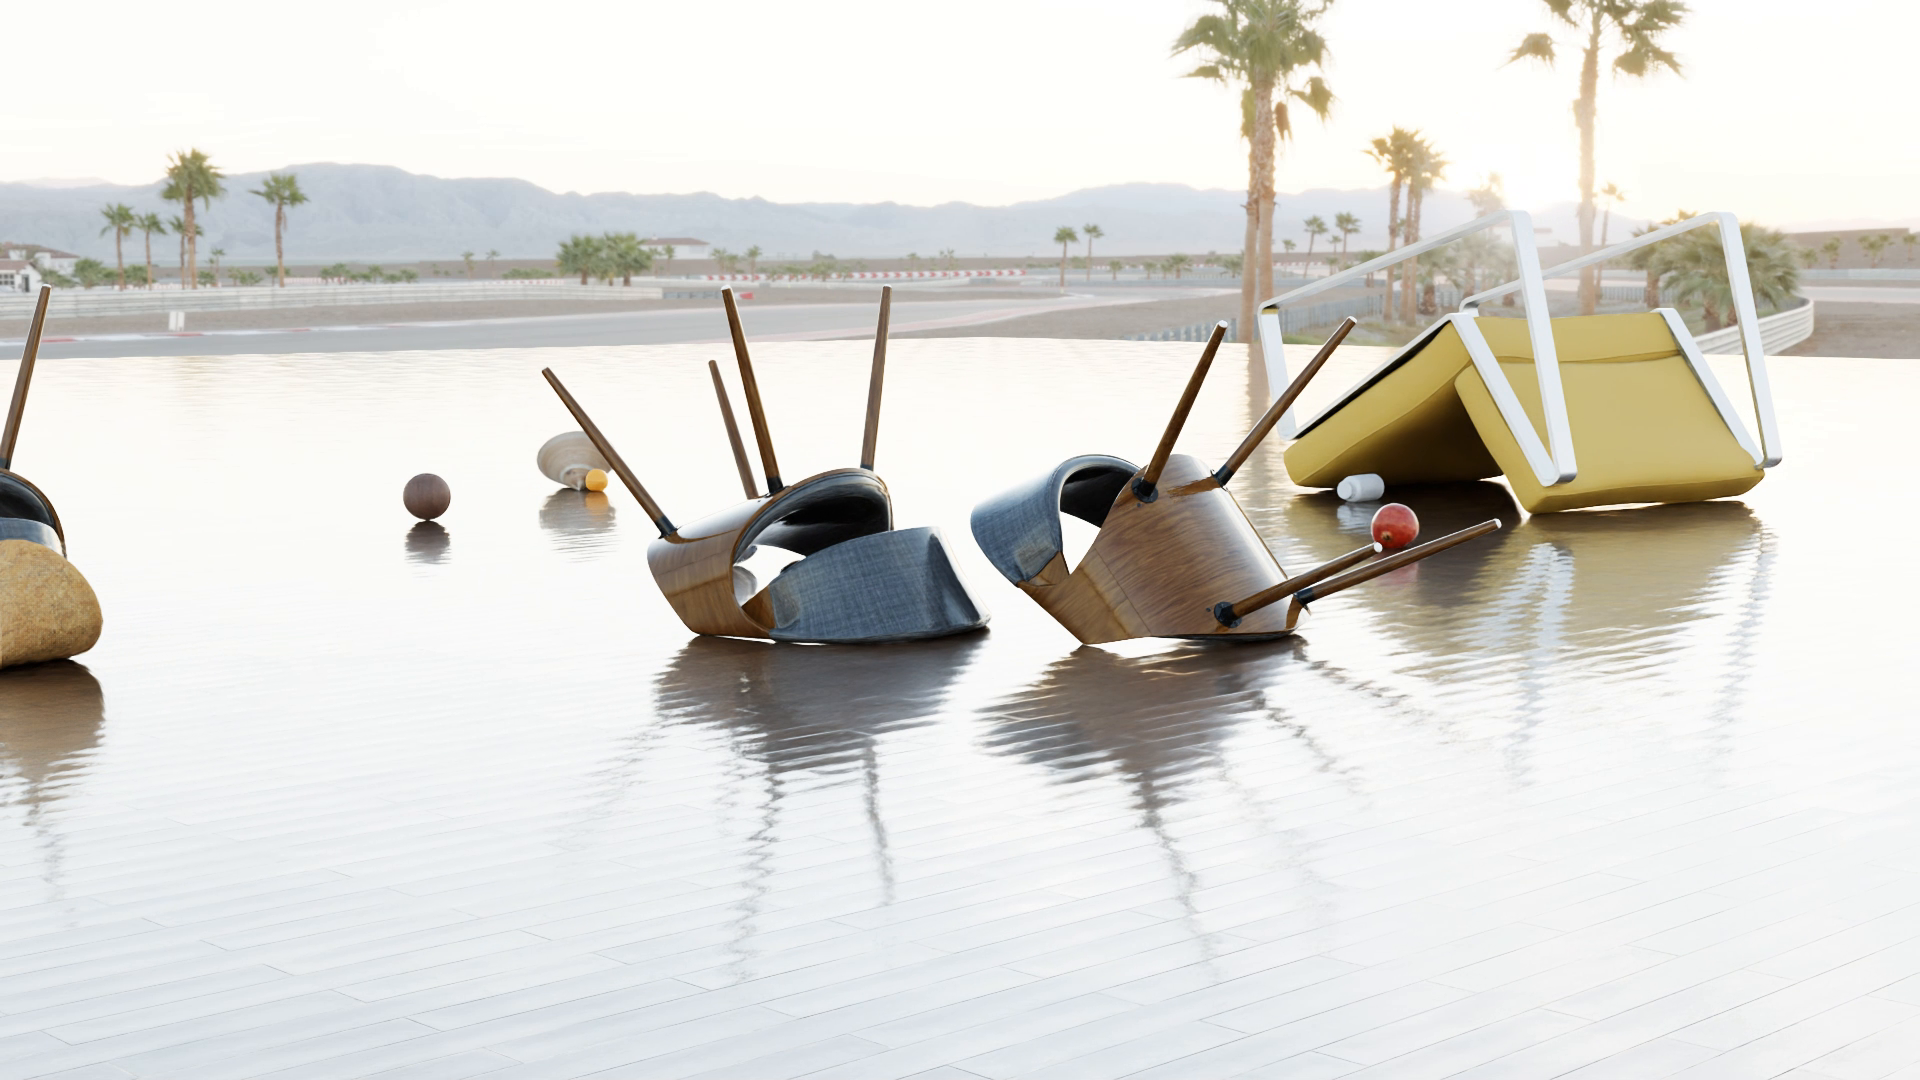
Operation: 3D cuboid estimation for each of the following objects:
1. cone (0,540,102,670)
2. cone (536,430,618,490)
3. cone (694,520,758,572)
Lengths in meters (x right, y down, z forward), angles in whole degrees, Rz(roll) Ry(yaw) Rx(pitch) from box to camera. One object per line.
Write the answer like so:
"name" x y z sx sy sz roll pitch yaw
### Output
"cone" -1.620 0.166 4.283 0.256 0.234 0.263 -1 29 24
"cone" -1.180 -0.202 7.926 0.250 0.236 0.144 -10 47 -2
"cone" -0.536 0.039 5.776 0.146 0.110 0.156 5 26 1
